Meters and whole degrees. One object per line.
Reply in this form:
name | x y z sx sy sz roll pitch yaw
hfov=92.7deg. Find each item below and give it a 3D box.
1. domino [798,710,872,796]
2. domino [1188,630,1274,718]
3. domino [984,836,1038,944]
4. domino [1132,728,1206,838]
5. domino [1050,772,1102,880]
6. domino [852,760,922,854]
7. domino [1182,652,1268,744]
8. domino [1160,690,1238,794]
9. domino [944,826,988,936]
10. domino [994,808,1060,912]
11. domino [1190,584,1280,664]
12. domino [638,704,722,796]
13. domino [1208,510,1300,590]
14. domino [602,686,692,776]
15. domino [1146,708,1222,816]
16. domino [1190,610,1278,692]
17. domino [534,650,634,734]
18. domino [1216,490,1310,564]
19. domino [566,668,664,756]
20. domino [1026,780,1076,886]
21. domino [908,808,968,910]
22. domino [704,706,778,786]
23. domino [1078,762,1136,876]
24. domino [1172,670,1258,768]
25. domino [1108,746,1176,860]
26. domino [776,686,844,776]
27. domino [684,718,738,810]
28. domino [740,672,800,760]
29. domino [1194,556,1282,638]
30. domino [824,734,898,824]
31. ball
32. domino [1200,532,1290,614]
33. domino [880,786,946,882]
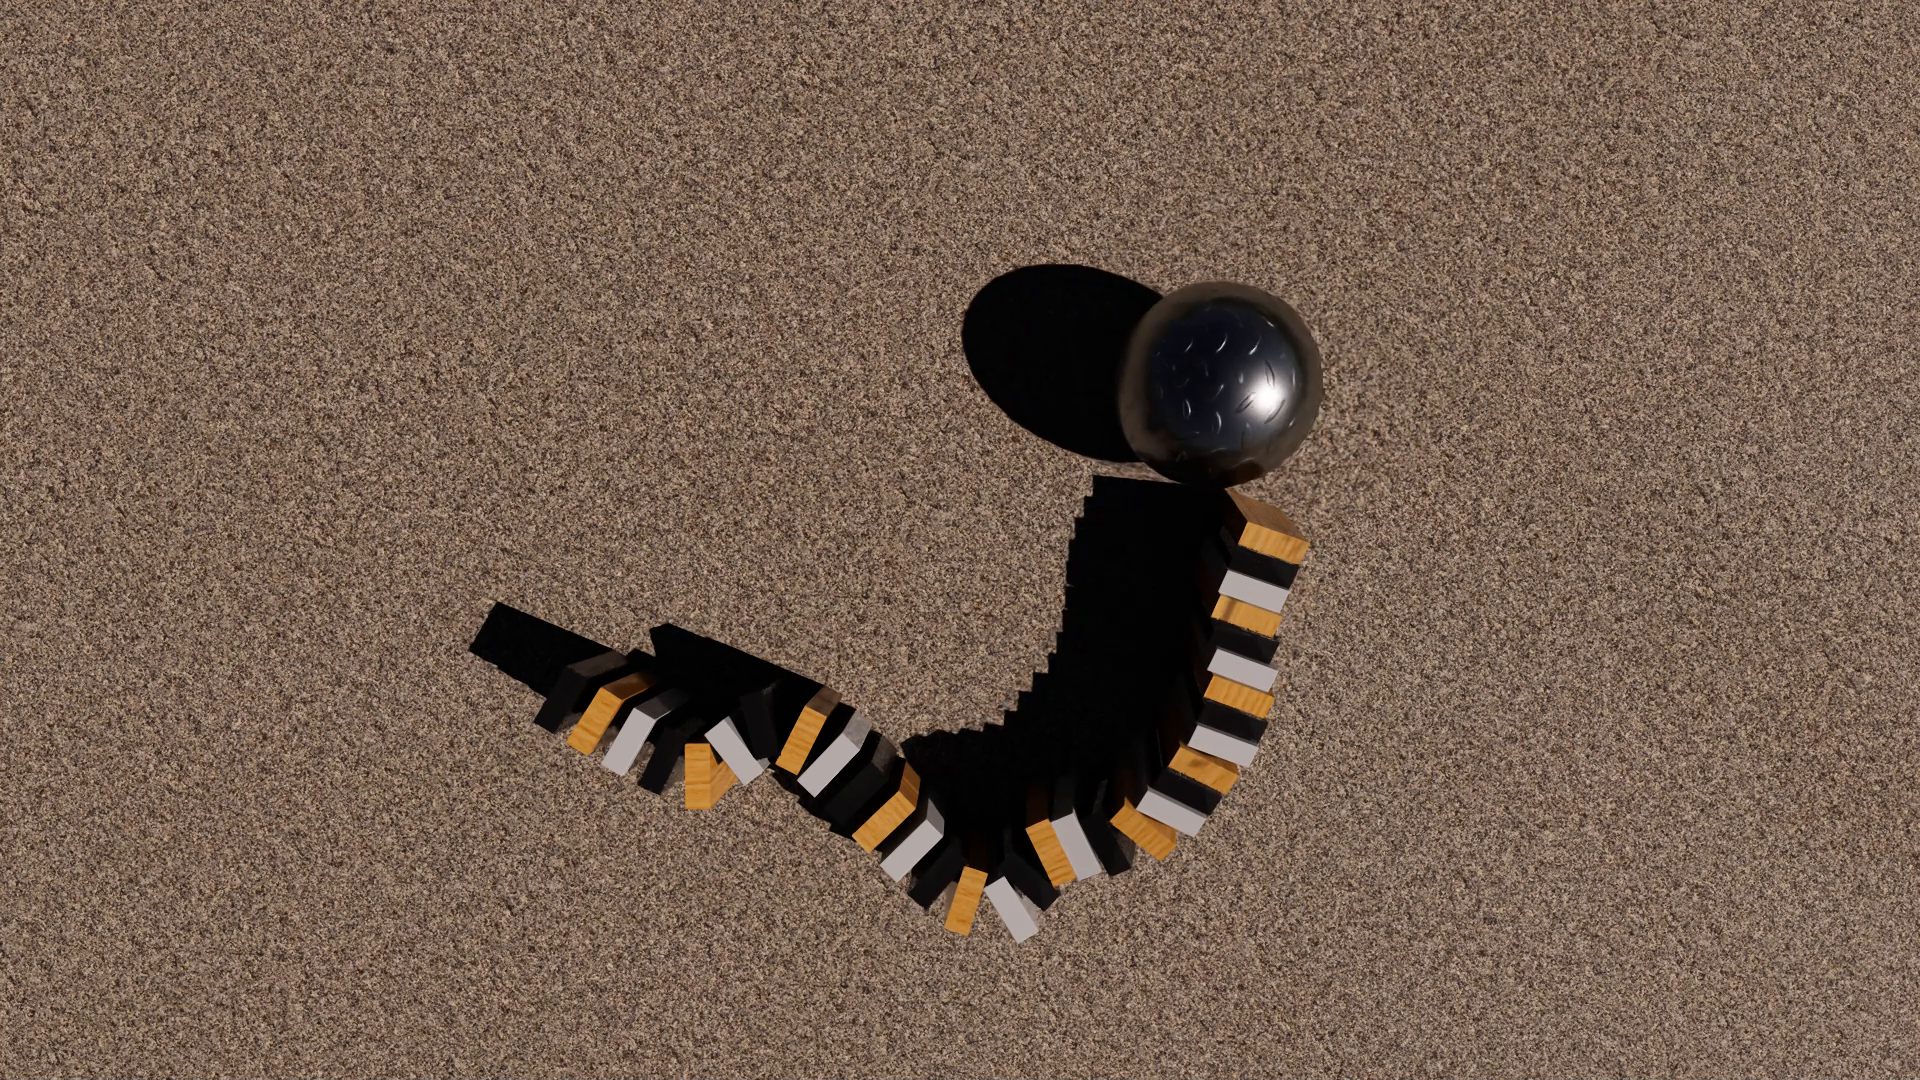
domino | -0.050 0.086 0.375 0.009 0.050 0.025 44 90 0
domino | 0.110 0.053 0.375 0.025 0.050 0.010 20 108 0
domino | 0.020 0.141 0.375 0.009 0.050 0.025 -32 90 2
domino | 0.084 0.098 0.375 0.025 0.050 0.009 26 109 0
domino | 0.048 0.115 0.375 0.010 0.050 0.025 -26 90 10
domino | -0.029 0.108 0.375 0.025 0.050 0.009 -43 90 0
domino | 0.107 0.063 0.375 0.025 0.050 0.010 20 108 0
domino | 0.097 0.081 0.375 0.025 0.050 0.010 26 109 0
domino | 0.003 0.138 0.375 0.009 0.050 0.025 18 90 1
domino | 0.027 0.130 0.375 0.025 0.050 0.009 43 92 0
domino | 0.111 0.032 0.375 0.025 0.050 0.010 20 108 0
domino | -0.114 0.084 0.375 0.010 0.050 0.025 26 90 0
domino | 0.119 0.003 0.375 0.025 0.050 0.009 19 108 0
domino | -0.127 0.077 0.375 0.010 0.050 0.025 30 90 0
domino | 0.090 0.090 0.375 0.025 0.050 0.009 26 109 0
domino | 0.111 0.043 0.375 0.025 0.050 0.010 20 108 0
domino | -0.153 0.061 0.375 0.010 0.050 0.025 31 90 0
domino | 0.123 -0.006 0.375 0.025 0.050 0.010 19 108 0
domino | -0.140 0.069 0.375 0.010 0.050 0.025 32 90 0
domino | 0.037 0.118 0.375 0.010 0.050 0.025 -26 90 6
domino | -0.008 0.129 0.375 0.010 0.050 0.025 40 90 1
domino | -0.086 0.081 0.375 0.010 0.050 0.025 -38 90 0
domino | 0.062 0.113 0.375 0.009 0.050 0.025 -29 90 17
domino | 0.103 0.072 0.375 0.025 0.050 0.009 20 108 0
domino | 0.075 0.106 0.375 0.025 0.050 0.010 38 109 0
domino | -0.061 0.077 0.375 0.009 0.050 0.025 27 90 0
domino | -0.100 0.090 0.375 0.010 0.050 0.025 0 90 0
domino | -0.077 0.071 0.375 0.009 0.050 0.025 -15 90 0
domino | 0.112 0.022 0.375 0.025 0.050 0.010 19 108 0
domino | -0.040 0.097 0.375 0.025 0.050 0.009 -44 90 0
ball | 0.100 -0.060 0.360 0.080 0.080 0.080 0 90 0
domino | 0.115 0.012 0.375 0.025 0.050 0.010 19 108 0
domino | -0.019 0.119 0.375 0.025 0.050 0.010 -44 90 0
